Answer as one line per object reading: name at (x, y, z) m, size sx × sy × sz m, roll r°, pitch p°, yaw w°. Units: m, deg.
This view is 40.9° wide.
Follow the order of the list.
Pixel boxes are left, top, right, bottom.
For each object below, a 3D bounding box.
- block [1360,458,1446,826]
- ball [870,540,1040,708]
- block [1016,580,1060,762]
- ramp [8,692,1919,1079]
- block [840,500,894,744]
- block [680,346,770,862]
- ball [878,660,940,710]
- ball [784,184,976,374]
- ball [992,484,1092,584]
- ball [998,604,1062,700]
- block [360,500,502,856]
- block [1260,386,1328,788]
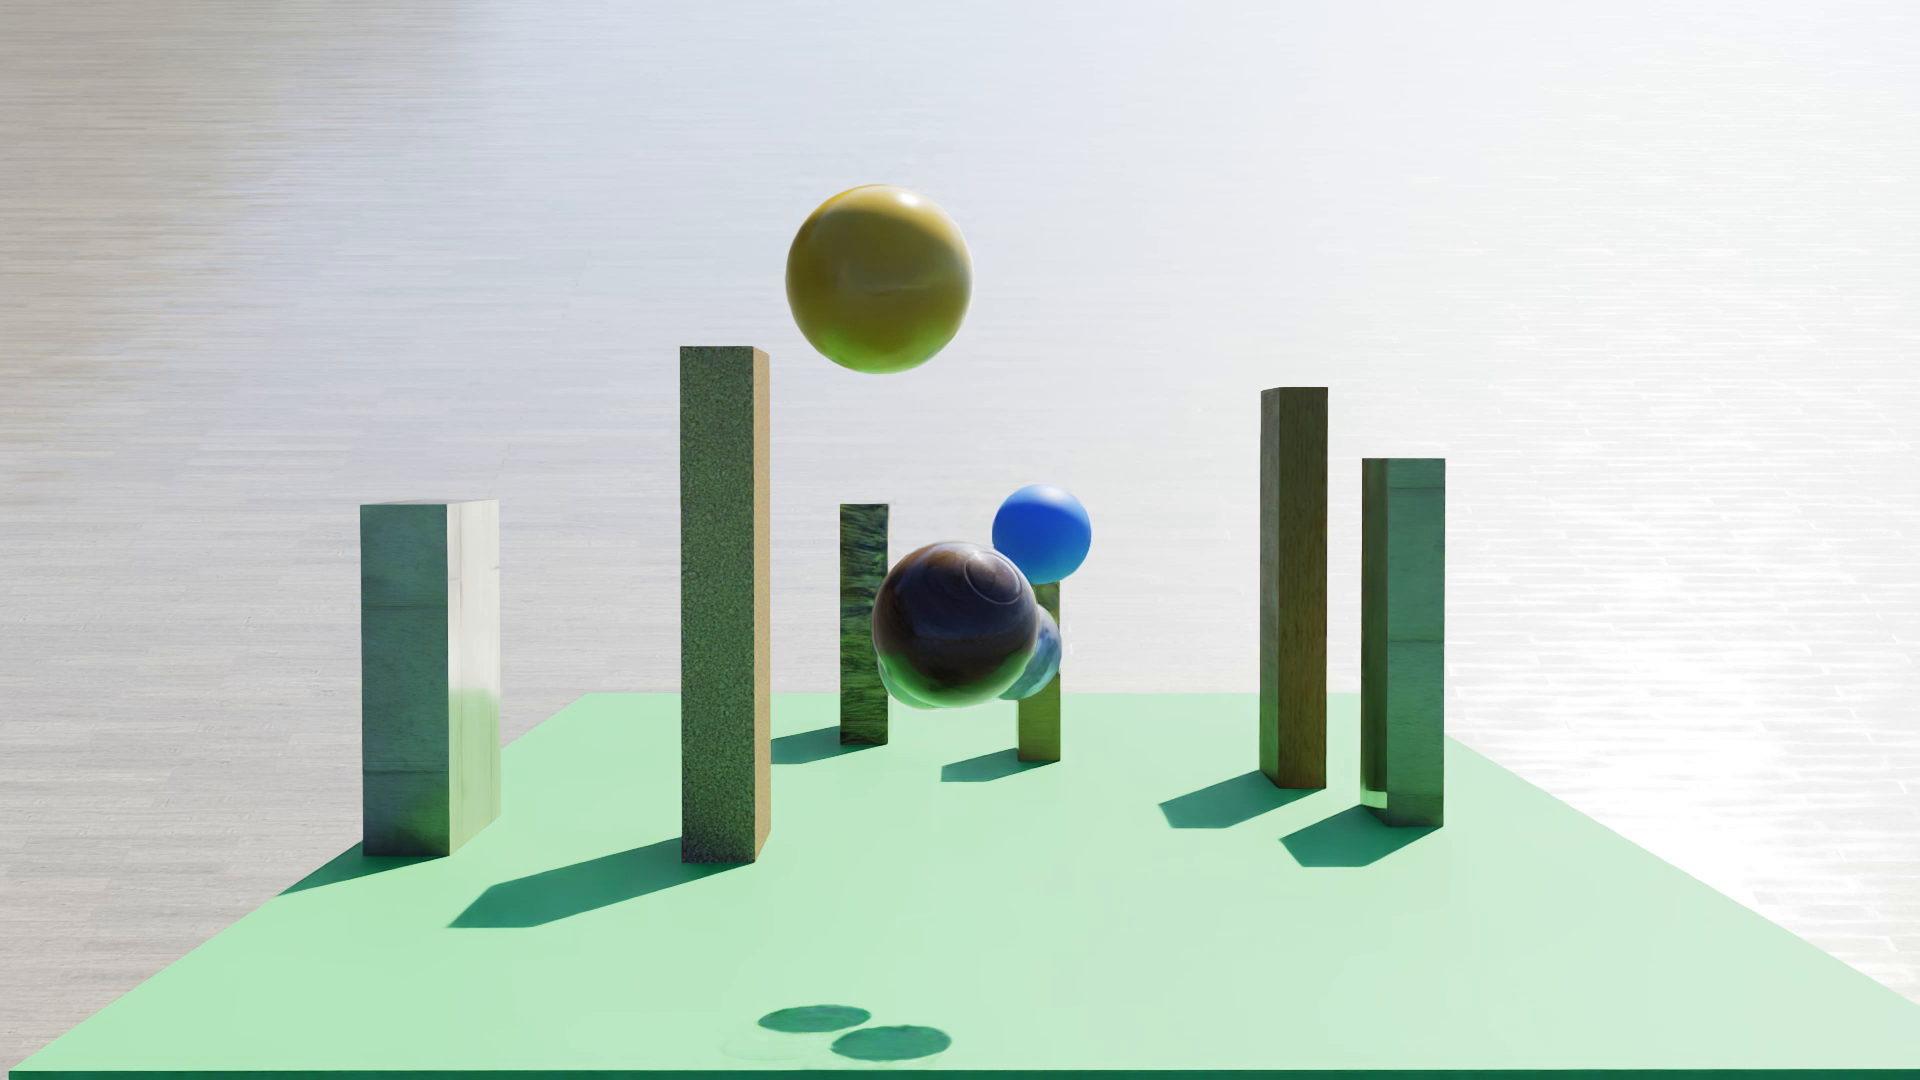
block at (0.743, 0.163, 4.334) m, size 0.093 × 0.601 × 0.277 m, roll 0°, pitch 2°, yaw 0°
ball at (-0.005, 0.086, 2.648) m, size 0.173 × 0.173 × 0.173 m, roll 0°, pitch 24°, yaw 0°
block at (0.157, 0.198, 5.215) m, size 0.084 × 0.471 × 0.248 m, roll 0°, pitch 2°, yaw 0°
ramp at (0.056, 0.507, 4.550) m, size 2.000 × 0.100 × 4.000 m, roll 0°, pitch 2°, yaw 0°
block at (-0.201, 0.169, 5.601) m, size 0.100 × 0.504 × 0.427 m, roll 0°, pitch 2°, yaw 0°
block at (-0.360, 0.091, 3.989) m, size 0.109 × 0.768 × 0.328 m, roll 0°, pitch 2°, yaw 0°
ball at (-0.038, 0.141, 3.019) m, size 0.117 × 0.117 × 0.117 m, roll 0°, pitch 24°, yaw 0°
ball at (-0.084, -0.272, 2.689) m, size 0.199 × 0.199 × 0.199 m, roll 0°, pitch 24°, yaw 0°
ball at (0.095, -0.007, 3.014) m, size 0.117 × 0.117 × 0.117 m, roll 0°, pitch 24°, yaw 0°
ball at (0.057, 0.122, 2.910) m, size 0.118 × 0.118 × 0.118 m, roll 0°, pitch 24°, yaw 0°
block at (-0.839, 0.205, 4.113) m, size 0.132 × 0.533 × 0.439 m, roll 0°, pitch 2°, yaw 0°
block at (0.622, 0.082, 4.817) m, size 0.088 × 0.729 × 0.294 m, roll 0°, pitch 2°, yaw 0°
